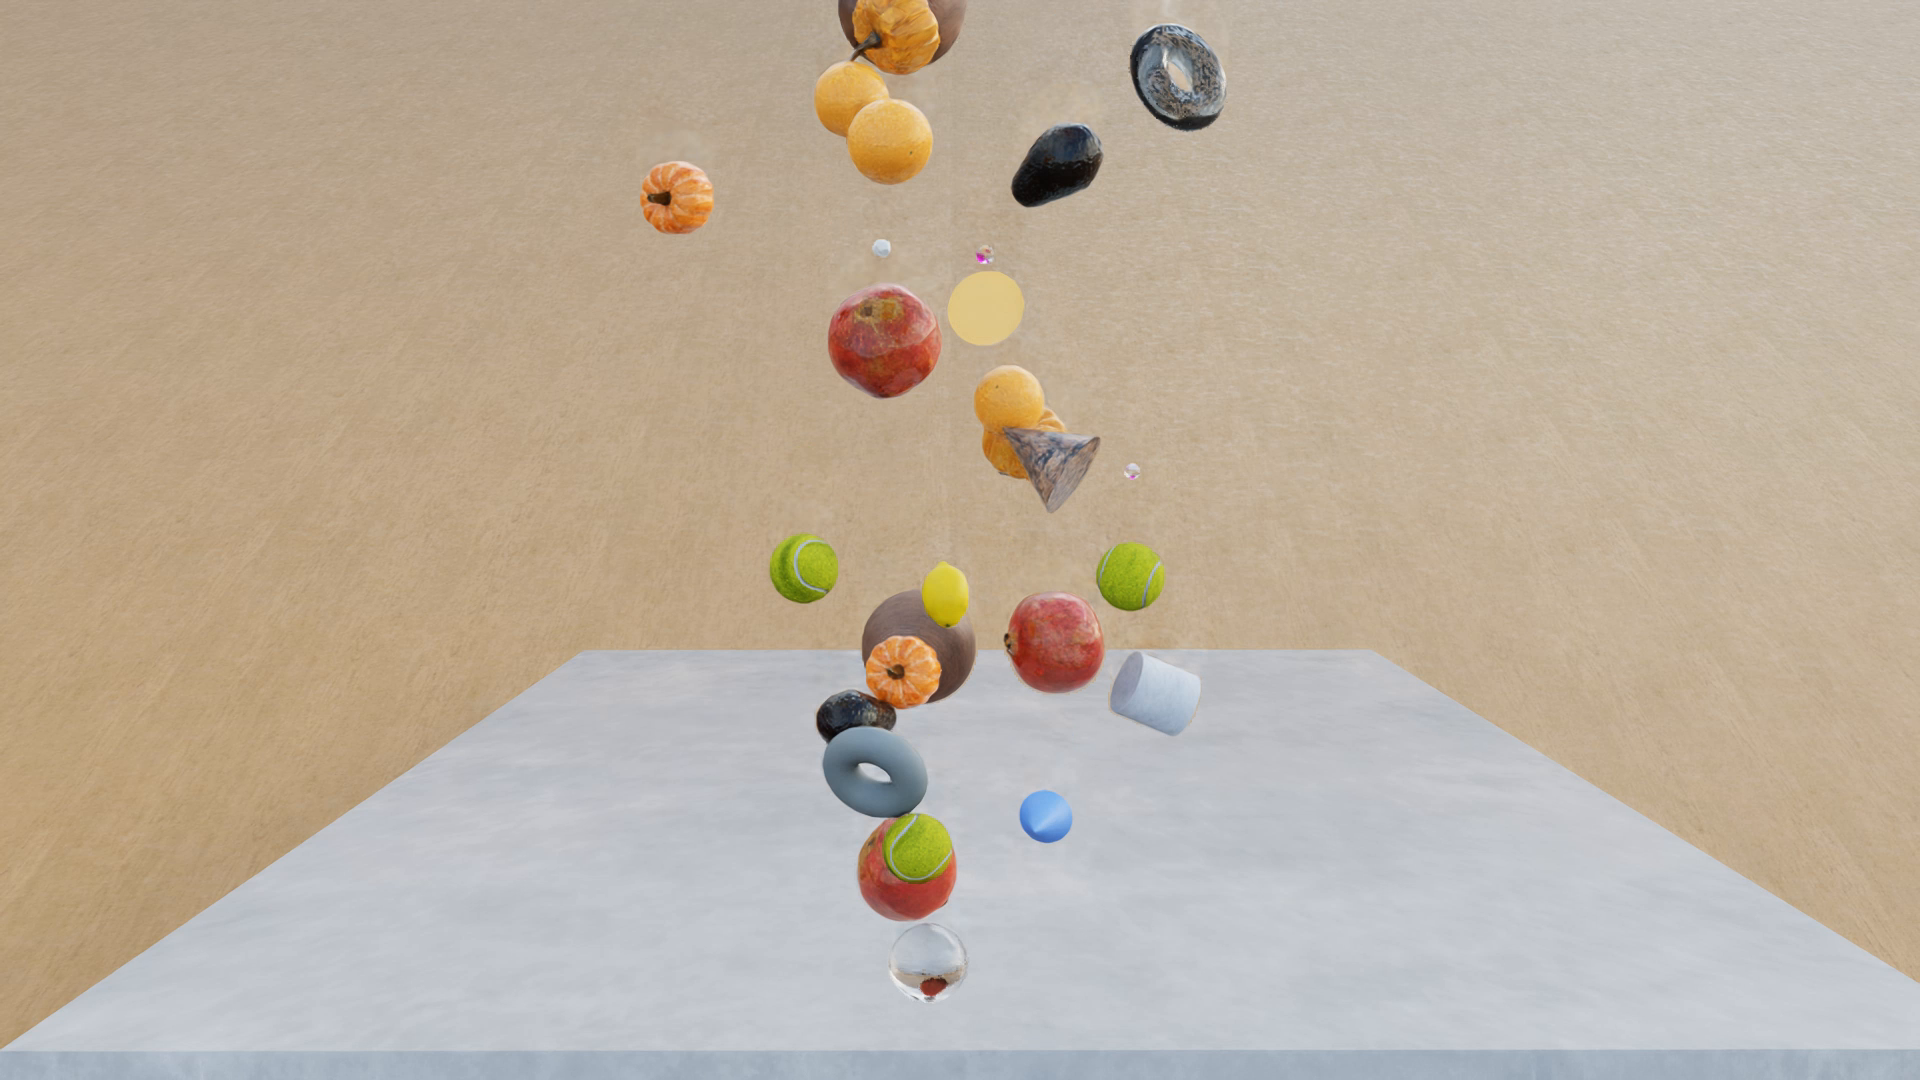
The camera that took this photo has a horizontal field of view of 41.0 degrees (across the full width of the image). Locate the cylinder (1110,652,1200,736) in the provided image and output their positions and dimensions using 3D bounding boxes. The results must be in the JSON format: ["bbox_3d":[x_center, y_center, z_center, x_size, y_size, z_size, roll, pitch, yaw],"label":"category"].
[{"bbox_3d":[0.217,0.171,2.853,0.073,0.073,0.073,23,16,-16],"label":"cylinder"}]

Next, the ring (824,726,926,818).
[{"bbox_3d":[-0.084,0.230,2.543,0.109,0.109,0.036,7,38,18],"label":"ring"}]

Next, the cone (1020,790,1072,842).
[{"bbox_3d":[0.079,0.279,2.524,0.054,0.054,0.054,5,11,13],"label":"cone"}]

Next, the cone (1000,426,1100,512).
[{"bbox_3d":[0.077,-0.091,2.593,0.092,0.092,0.092,35,32,14],"label":"cone"}]

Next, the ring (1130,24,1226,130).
[{"bbox_3d":[0.196,-0.415,2.304,0.102,0.102,0.034,-19,-6,-40],"label":"ring"}]

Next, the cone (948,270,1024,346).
[{"bbox_3d":[0.032,-0.205,2.393,0.072,0.072,0.072,6,-11,15],"label":"cone"}]

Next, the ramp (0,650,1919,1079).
[{"bbox_3d":[0.049,0.441,4.532,2.000,0.100,4.000,0,3,0],"label":"ramp"}]

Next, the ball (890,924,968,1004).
[{"bbox_3d":[-0.031,0.416,2.528,0.078,0.078,0.078,0,21,0],"label":"ball"}]
